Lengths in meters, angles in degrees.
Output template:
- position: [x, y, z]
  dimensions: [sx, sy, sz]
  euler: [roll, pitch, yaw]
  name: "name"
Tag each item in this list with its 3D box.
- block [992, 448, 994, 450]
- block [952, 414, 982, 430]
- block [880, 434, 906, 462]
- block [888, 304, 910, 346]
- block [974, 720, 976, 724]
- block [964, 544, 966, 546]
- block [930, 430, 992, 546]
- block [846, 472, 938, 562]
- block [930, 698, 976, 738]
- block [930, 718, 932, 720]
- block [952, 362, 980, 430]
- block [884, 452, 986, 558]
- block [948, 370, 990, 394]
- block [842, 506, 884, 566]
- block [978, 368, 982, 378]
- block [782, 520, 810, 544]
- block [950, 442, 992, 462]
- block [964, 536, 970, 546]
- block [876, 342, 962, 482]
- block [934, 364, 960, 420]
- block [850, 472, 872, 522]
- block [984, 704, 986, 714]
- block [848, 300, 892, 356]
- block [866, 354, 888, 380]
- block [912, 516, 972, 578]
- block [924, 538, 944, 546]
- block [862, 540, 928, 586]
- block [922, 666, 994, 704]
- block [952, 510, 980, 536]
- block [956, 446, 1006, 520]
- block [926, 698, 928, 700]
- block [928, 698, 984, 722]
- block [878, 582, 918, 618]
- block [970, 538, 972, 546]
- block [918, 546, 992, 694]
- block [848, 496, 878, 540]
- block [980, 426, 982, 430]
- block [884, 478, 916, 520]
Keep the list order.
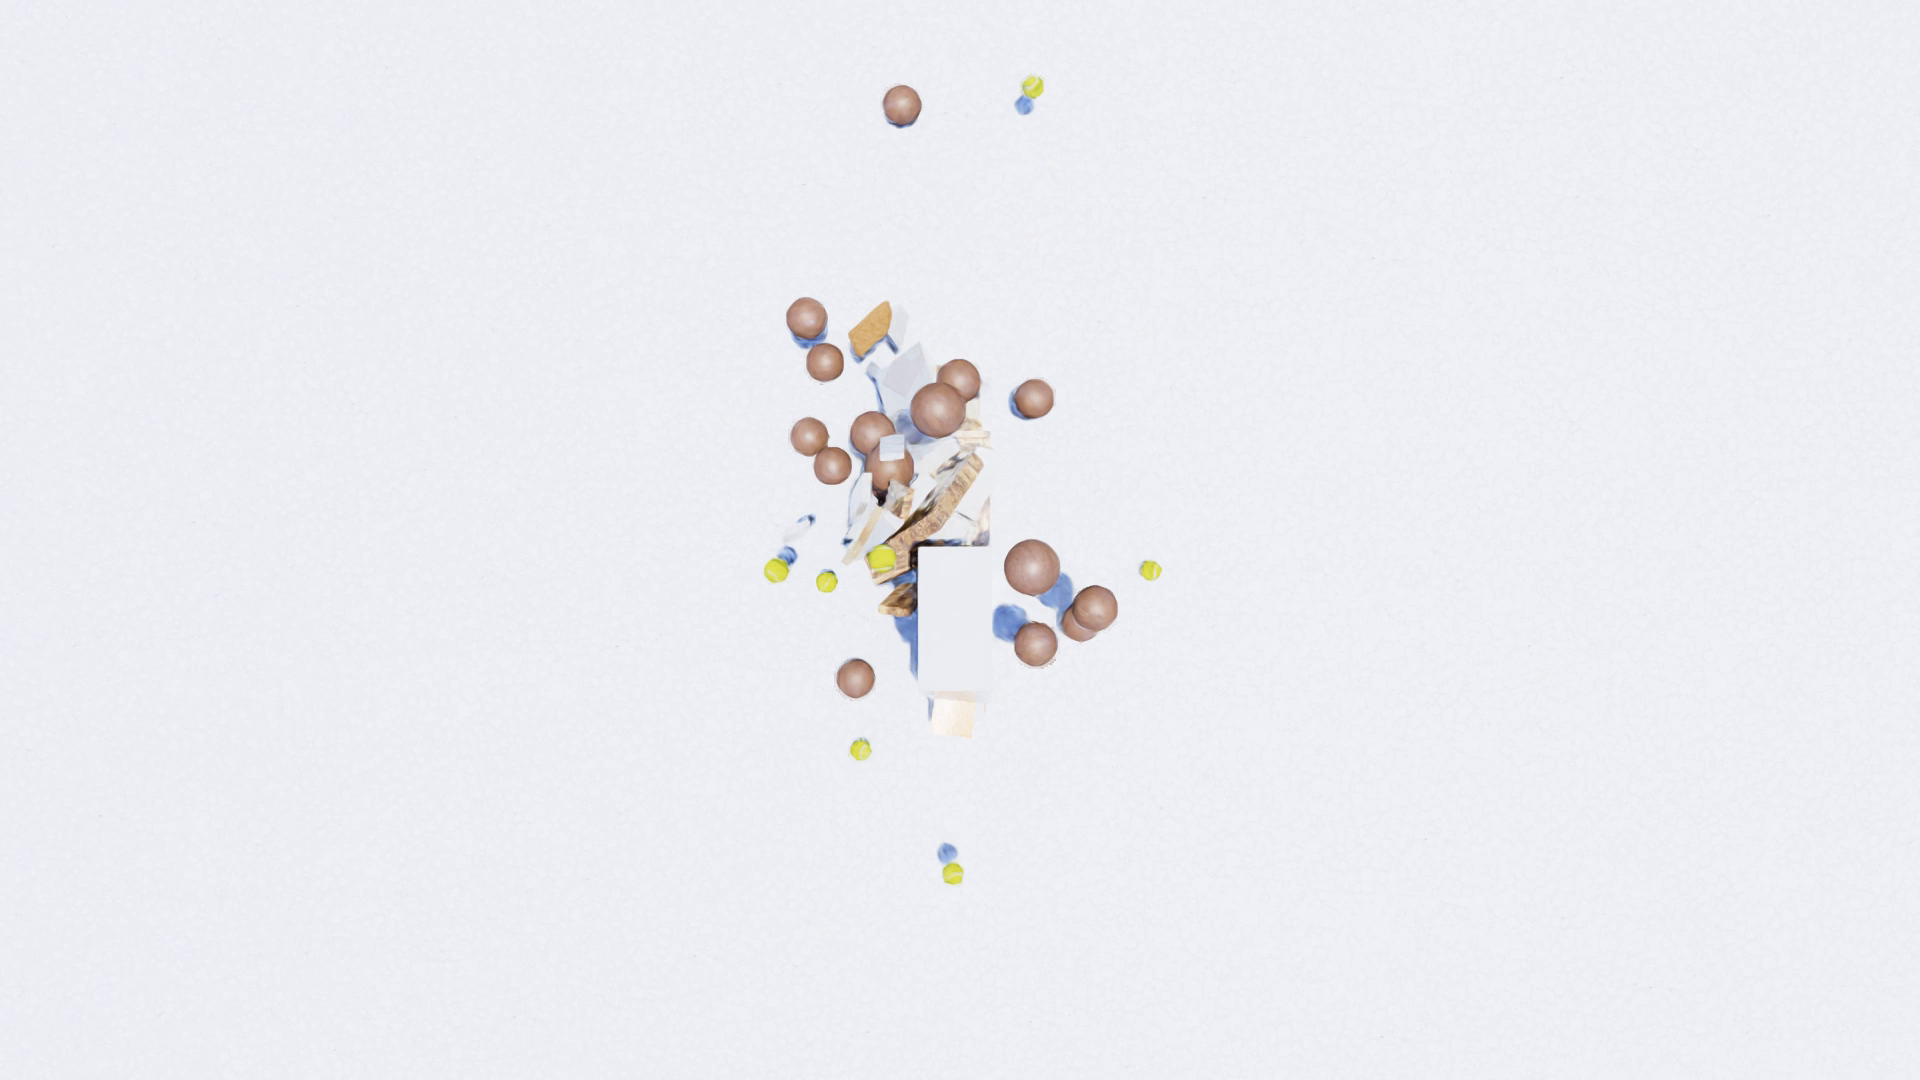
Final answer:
- position: [0.007, -0.272, 4.940]
  dimensions: [0.174, 0.390, 0.049]
  euler: [20, 91, 0]
  name: "block"
- position: [0.015, -0.348, 5.030]
  dimensions: [0.061, 0.122, 0.017]
  euler: [-48, 119, -7]
  name: "block"
- position: [-0.171, -0.234, 4.175]
  dimensions: [0.061, 0.122, 0.017]
  euler: [-7, 116, 2]
  name: "block"
- position: [-0.192, -0.675, 5.174]
  dimensions: [0.017, 0.061, 0.122]
  euler: [-11, 51, 30]
  name: "block"
- position: [-0.009, 0.468, 5.254]
  dimensions: [0.115, 0.033, 0.230]
  euler: [-2, 90, 0]
  name: "block"
- position: [-0.037, 0.048, 4.480]
  dimensions: [0.093, 0.185, 0.026]
  euler: [13, 111, 14]
  name: "block"
- position: [0.001, -0.138, 4.720]
  dimensions: [0.174, 0.049, 0.348]
  euler: [0, 90, 0]
  name: "block"
- position: [-0.183, -0.058, 4.298]
  dimensions: [0.048, 0.341, 0.171]
  euler: [42, 66, -6]
  name: "block"
- position: [-0.010, 0.386, 4.127]
  dimensions: [0.104, 0.029, 0.208]
  euler: [7, 89, 1]
  name: "block"
- position: [-0.020, 0.443, 4.245]
  dimensions: [0.104, 0.208, 0.029]
  euler: [-28, 87, 0]
  name: "block"
- position: [-0.001, -0.431, 5.226]
  dimensions: [0.127, 0.036, 0.254]
  euler: [-3, 90, 0]
  name: "block"
- position: [-0.064, -0.096, 4.329]
  dimensions: [0.171, 0.341, 0.048]
  euler: [-31, 105, 35]
  name: "block"
- position: [0.028, -0.471, 4.907]
  dimensions: [0.122, 0.061, 0.017]
  euler: [14, 119, -2]
  name: "block"
- position: [-0.246, -0.011, 4.160]
  dimensions: [0.022, 0.076, 0.152]
  euler: [33, 61, -9]
  name: "block"
- position: [0.003, -0.535, 5.372]
  dimensions: [0.127, 0.254, 0.036]
  euler: [-8, 98, 0]
  name: "block"
- position: [-0.436, -0.021, 4.390]
  dimensions: [0.061, 0.121, 0.017]
  euler: [-25, 83, -18]
  name: "block"
- position: [0.022, -0.244, 4.596]
  dimensions: [0.092, 0.184, 0.026]
  euler: [-12, 101, -11]
  name: "block"
- position: [-0.001, 0.031, 4.580]
  dimensions: [0.055, 0.016, 0.110]
  euler: [4, 88, 1]
  name: "block"
- position: [-0.128, -0.380, 4.797]
  dimensions: [0.171, 0.724, 0.048]
  euler: [-37, 117, 11]
  name: "block"
- position: [-0.051, -0.463, 5.194]
  dimensions: [0.088, 0.025, 0.176]
  euler: [-4, 90, 3]
  name: "block"
- position: [-0.246, -0.104, 4.072]
  dimensions: [0.022, 0.152, 0.076]
  euler: [7, 70, -13]
  name: "block"
- position: [-0.006, 0.324, 4.729]
  dimensions: [0.170, 0.048, 0.339]
  euler: [1, 90, 0]
  name: "block"
- position: [-0.275, -0.663, 5.166]
  dimensions: [0.025, 0.088, 0.176]
  euler: [23, 57, 35]
  name: "block"
- position: [-0.217, -0.509, 5.241]
  dimensions: [0.175, 0.088, 0.025]
  euler: [40, 69, 0]
  name: "block"
- position: [-0.048, 0.029, 4.373]
  dimensions: [0.093, 0.026, 0.185]
  euler: [23, 96, 12]
  name: "block"
- position: [-0.049, 0.086, 4.265]
  dimensions: [0.024, 0.084, 0.168]
  euler: [-20, 90, 35]
  name: "block"
- position: [-0.161, 0.048, 4.347]
  dimensions: [0.168, 0.024, 0.084]
  euler: [-25, 77, -5]
  name: "block"
- position: [-0.007, 0.339, 3.945]
  dimensions: [0.167, 0.334, 0.047]
  euler: [6, 77, 1]
  name: "block"
- position: [0.003, -0.052, 4.477]
  dimensions: [0.093, 0.185, 0.026]
  euler: [30, 96, 1]
  name: "block"
- position: [0.044, -0.156, 4.497]
  dimensions: [0.092, 0.026, 0.184]
  euler: [29, 94, -3]
  name: "block"
- position: [-0.012, 0.433, 4.995]
  dimensions: [0.170, 0.483, 0.048]
  euler: [-1, 90, 0]
  name: "block"
- position: [-0.013, 0.327, 4.379]
  dimensions: [0.151, 0.043, 0.301]
  euler: [-1, 89, 0]
  name: "block"
- position: [-0.141, 0.156, 4.325]
  dimensions: [0.084, 0.168, 0.024]
  euler: [6, 112, 19]
  name: "block"
- position: [0.004, 0.002, 4.643]
  dimensions: [0.055, 0.110, 0.016]
  euler: [-2, 67, 0]
  name: "block"
- position: [-0.011, 0.182, 3.782]
  dimensions: [0.167, 0.047, 0.334]
  euler: [0, 78, 0]
  name: "block"
- position: [-0.247, -0.056, 4.177]
  dimensions: [0.017, 0.121, 0.061]
  euler: [37, 126, -12]
  name: "block"
- position: [0.004, -0.360, 5.372]
  dimensions: [0.127, 0.254, 0.036]
  euler: [-3, 98, 0]
  name: "block"
- position: [-0.147, -0.100, 4.020]
  dimensions: [0.022, 0.152, 0.076]
  euler: [12, 97, -19]
  name: "block"
